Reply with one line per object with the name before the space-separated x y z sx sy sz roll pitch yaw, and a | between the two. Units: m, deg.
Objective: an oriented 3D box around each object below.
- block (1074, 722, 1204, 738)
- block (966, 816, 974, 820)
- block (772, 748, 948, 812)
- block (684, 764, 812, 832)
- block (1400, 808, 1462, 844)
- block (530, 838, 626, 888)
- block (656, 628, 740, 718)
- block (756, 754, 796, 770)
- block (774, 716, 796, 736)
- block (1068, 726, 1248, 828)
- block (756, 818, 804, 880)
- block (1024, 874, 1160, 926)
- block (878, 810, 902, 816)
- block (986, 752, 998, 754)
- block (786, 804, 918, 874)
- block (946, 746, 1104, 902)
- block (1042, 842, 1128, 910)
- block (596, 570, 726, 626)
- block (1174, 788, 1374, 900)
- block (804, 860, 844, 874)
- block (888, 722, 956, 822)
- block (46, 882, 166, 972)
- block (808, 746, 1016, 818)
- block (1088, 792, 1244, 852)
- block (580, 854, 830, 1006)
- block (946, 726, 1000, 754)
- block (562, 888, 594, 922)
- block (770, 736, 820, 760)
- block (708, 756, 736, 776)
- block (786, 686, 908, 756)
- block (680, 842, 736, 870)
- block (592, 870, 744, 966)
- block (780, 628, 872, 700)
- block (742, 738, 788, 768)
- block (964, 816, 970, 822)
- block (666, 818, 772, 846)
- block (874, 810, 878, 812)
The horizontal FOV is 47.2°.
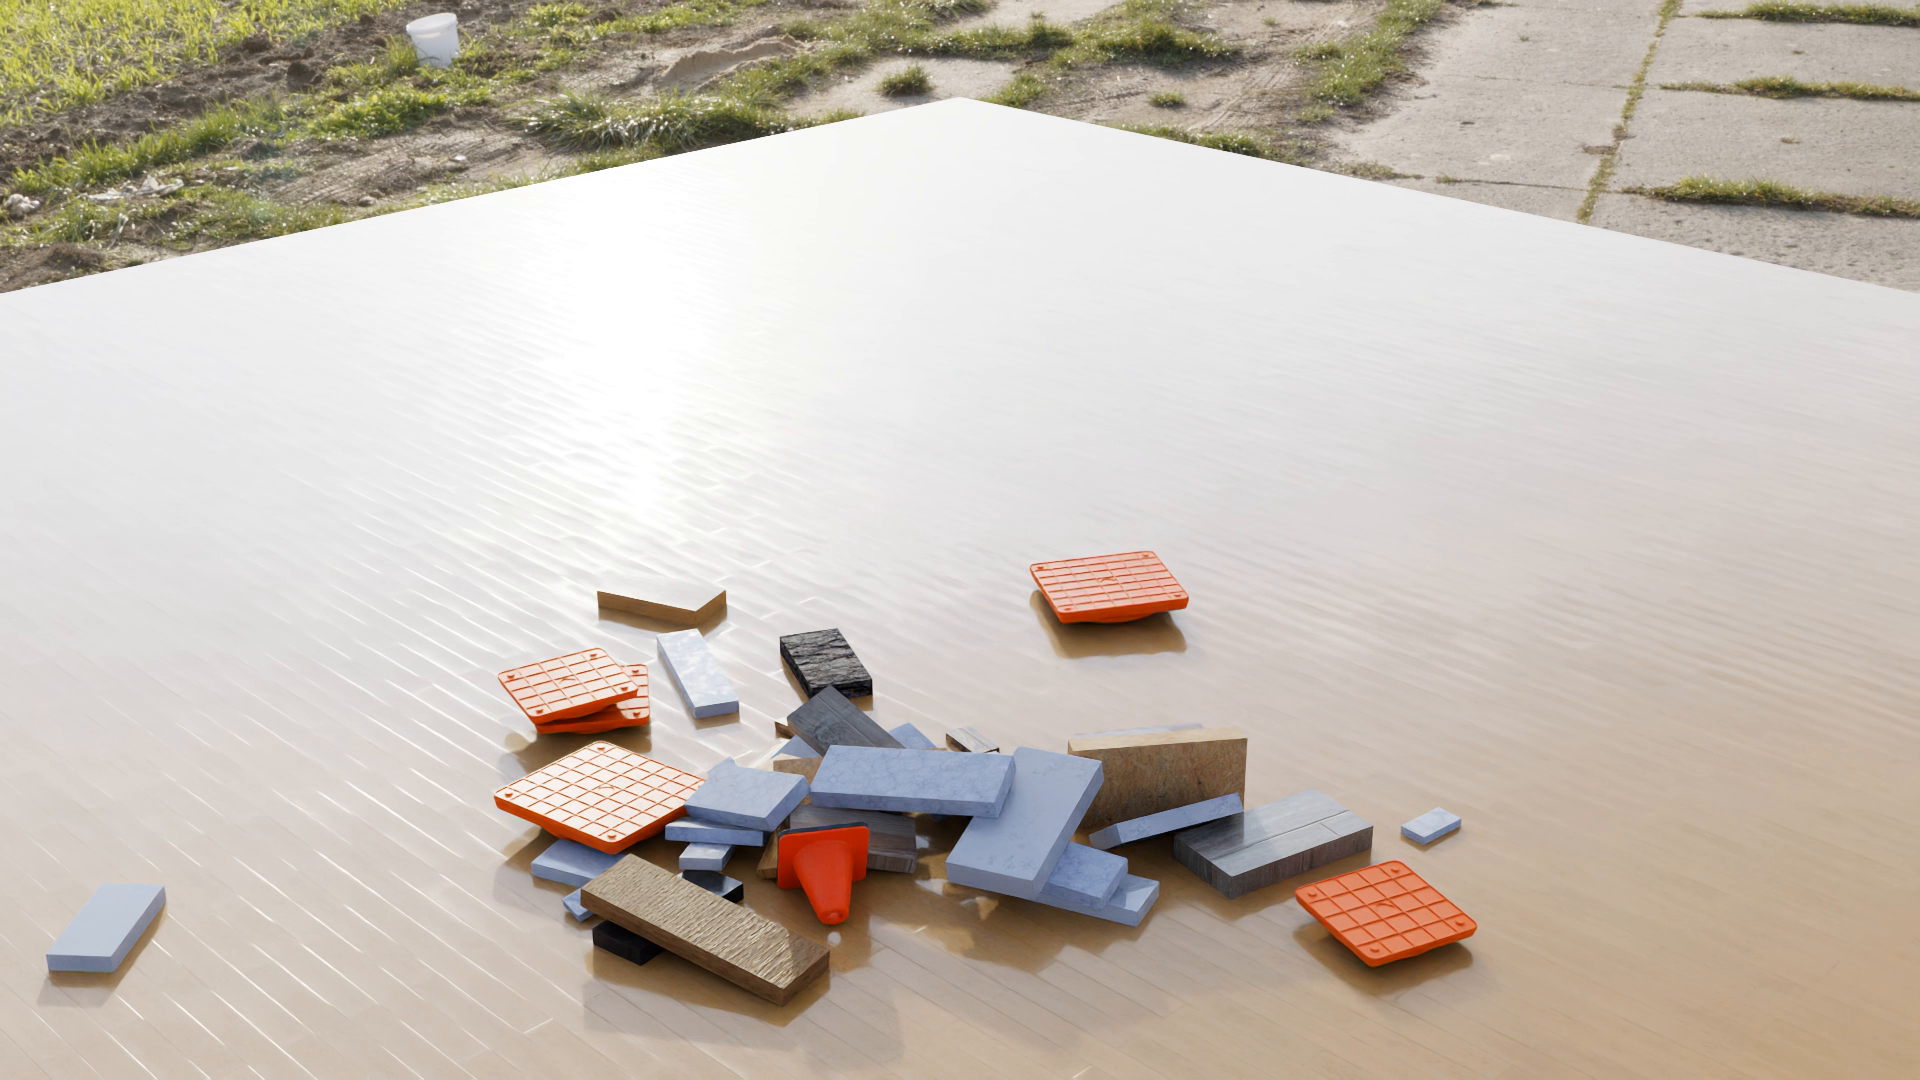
block | 0.384 0.447 4.625 0.273 0.039 0.136 -5 26 -3
block | 0.090 0.541 4.311 0.232 0.033 0.116 38 41 17
block | -0.197 0.484 4.386 0.350 0.035 0.124 -4 41 0
block | -0.419 0.506 4.329 0.247 0.035 0.124 2 38 44
block | 0.941 0.571 4.394 0.116 0.016 0.058 -18 29 -36
block | -0.714 0.631 4.237 0.198 0.028 0.099 10 25 22
block | -0.601 0.301 5.016 0.099 0.028 0.393 -8 24 -18
block | -0.382 0.470 4.487 0.060 0.017 0.121 9 22 38
block | -0.332 0.402 4.743 0.074 0.021 0.148 -17 16 -30
block | 0.394 0.477 4.411 0.355 0.177 0.050 -3 23 -8
block | -0.334 0.595 4.275 0.081 0.023 0.163 -10 28 18
block | 0.247 0.662 4.159 0.232 0.033 0.116 10 25 23
block | -0.212 0.570 4.360 0.190 0.023 0.081 -17 19 -41
block | 0.037 0.475 4.621 0.116 0.016 0.058 -11 25 -24
block | -0.210 0.577 4.262 0.247 0.035 0.124 8 33 -11
block | 0.127 0.536 4.207 0.177 0.050 0.355 9 37 23
block | 0.187 0.619 4.151 0.232 0.033 0.116 13 39 26
block | -0.729 0.140 5.380 0.283 0.040 0.141 10 25 23
block | 0.614 0.591 4.304 0.355 0.050 0.177 -14 27 -29
block | -0.245 0.617 4.285 0.121 0.017 0.060 -10 25 -22
block | -0.075 0.475 4.514 0.121 0.034 0.241 -20 46 -39
block | -1.567 0.711 4.043 0.120 0.034 0.239 1 23 3
block | -0.094 0.469 4.285 0.385 0.039 0.136 1 36 20
block | 0.403 0.555 4.306 0.273 0.039 0.136 -11 -12 -23
block | -0.465 0.702 3.985 0.459 0.040 0.141 20 30 26
block | 0.027 0.436 4.713 0.060 0.017 0.120 -14 27 -30
block | -0.679 0.665 4.128 0.120 0.017 0.060 -30 42 -27
block | -0.346 0.470 4.575 0.085 0.024 0.171 31 34 12
block | -0.479 0.495 4.538 0.060 0.017 0.120 -35 30 -5
block | -0.232 0.407 4.516 0.121 0.034 0.241 -36 55 -26
block | -0.486 0.606 4.243 0.081 0.023 0.163 1 5 3
block | -0.540 0.693 4.084 0.120 0.034 0.279 16 28 33
block | -0.309 0.286 5.035 0.141 0.040 0.283 -8 24 -17
block | -0.390 0.471 4.620 0.085 0.024 0.171 13 26 28
block | 0.033 0.531 4.422 0.076 0.021 0.151 -20 49 -39
block | -0.468 0.573 4.322 0.198 0.028 0.099 2 3 12
block | -0.222 0.537 4.372 0.121 0.017 0.060 -3 33 1
